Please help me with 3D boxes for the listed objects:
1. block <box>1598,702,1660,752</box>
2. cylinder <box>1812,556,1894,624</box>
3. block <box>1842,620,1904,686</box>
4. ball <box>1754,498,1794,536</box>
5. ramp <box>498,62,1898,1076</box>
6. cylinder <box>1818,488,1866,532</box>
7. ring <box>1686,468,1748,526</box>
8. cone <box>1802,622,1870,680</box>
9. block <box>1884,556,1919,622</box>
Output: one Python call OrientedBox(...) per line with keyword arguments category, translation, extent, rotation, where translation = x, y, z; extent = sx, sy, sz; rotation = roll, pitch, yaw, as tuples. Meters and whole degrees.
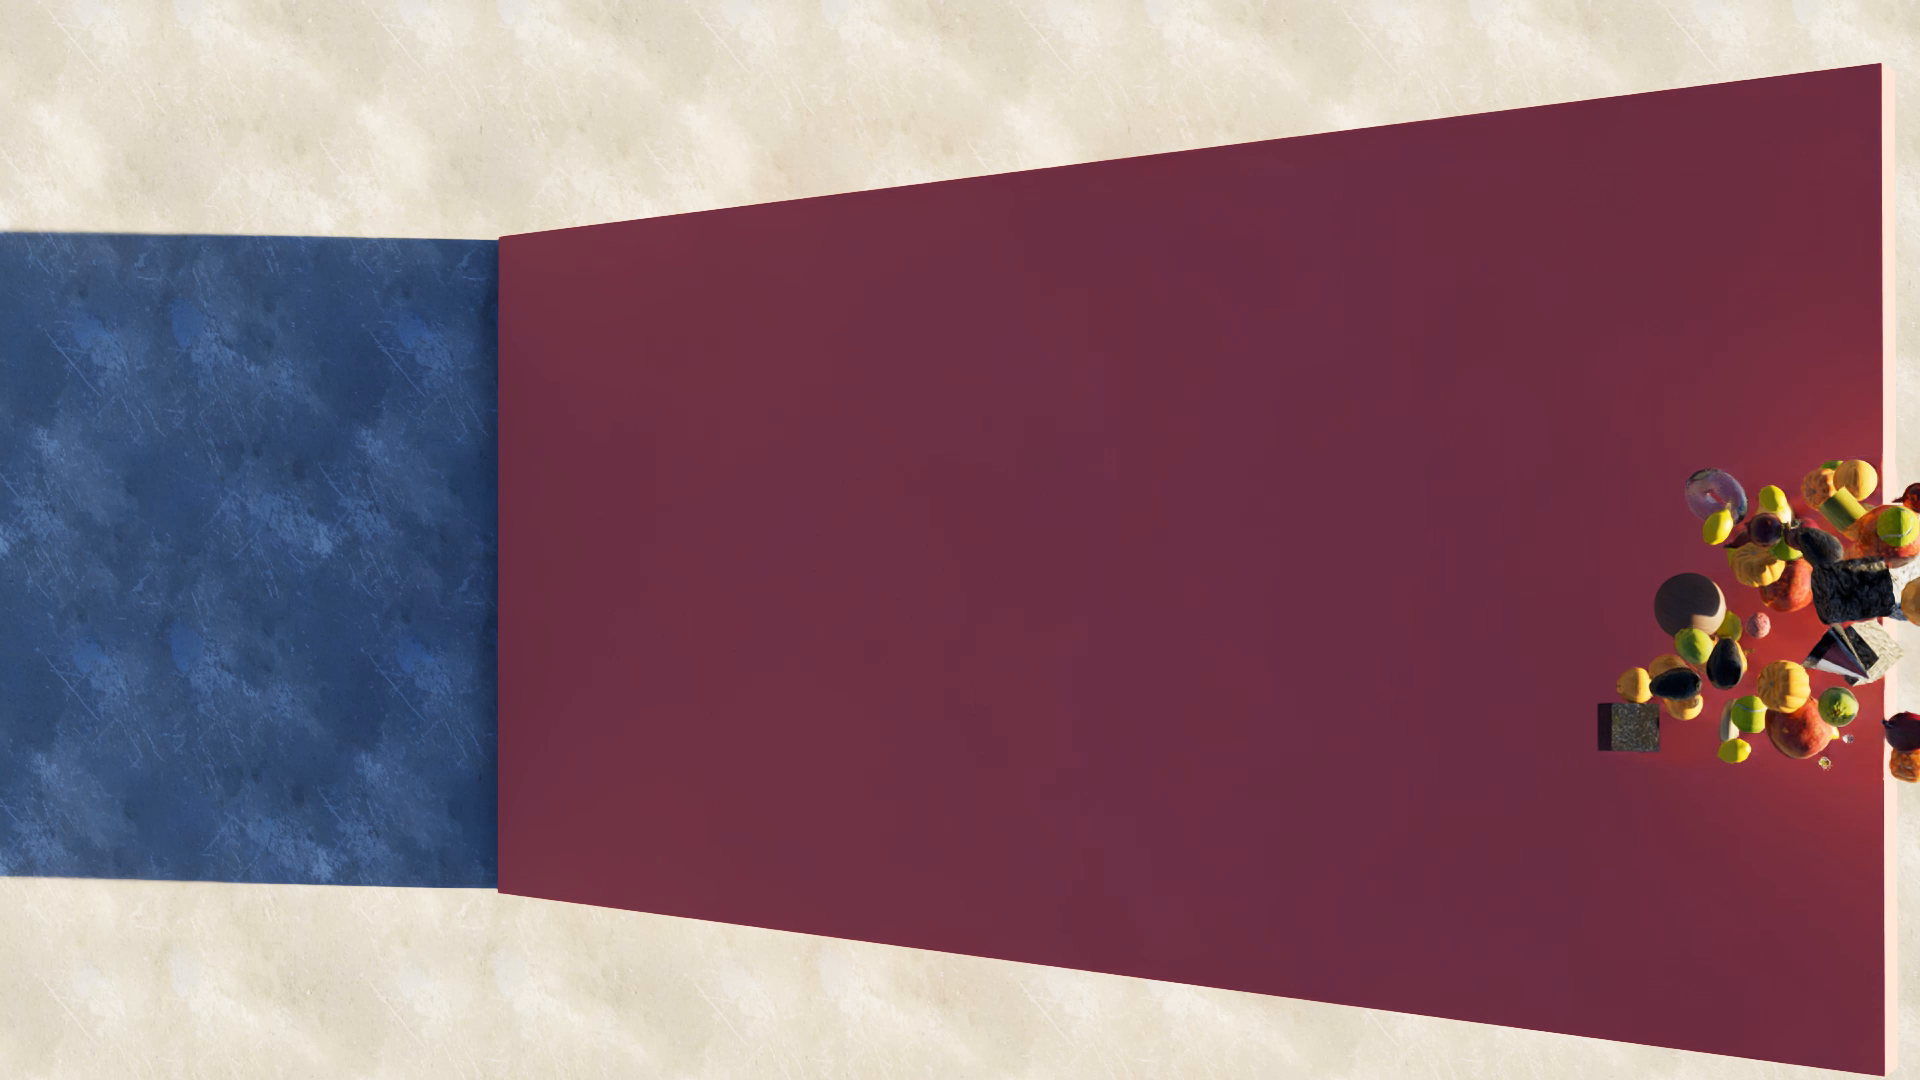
OrientedBox(category="block", translation=(1.353, 0.379, 4.450), extent=(0.096, 0.096, 0.096), rotation=(2, 84, 0))
OrientedBox(category="cylinder", translation=(1.275, 0.071, 3.142), extent=(0.087, 0.087, 0.087), rotation=(-8, 90, 6))
OrientedBox(category="block", translation=(1.688, 0.211, 4.107), extent=(0.082, 0.082, 0.082), rotation=(-7, 51, -35))
OrientedBox(category="ball", translation=(1.639, -0.047, 4.423), extent=(0.077, 0.077, 0.077), rotation=(0, 90, 0))
OrientedBox(category="ramp", translation=(0.237, 0.066, 5.558), extent=(4.000, 0.100, 2.000), rotation=(0, 89, 36))
OrientedBox(category="cylinder", translation=(1.371, -0.047, 3.418), extent=(0.052, 0.052, 0.052), rotation=(-38, 76, 0))
OrientedBox(category="ring", translation=(1.489, -0.083, 4.324), extent=(0.044, 0.131, 0.131), rotation=(-39, 90, -24))
OrientedBox(category="cone", translation=(1.403, 0.193, 3.485), extent=(0.093, 0.093, 0.093), rotation=(40, 90, 23))
OrientedBox(category="block", translation=(1.691, 0.089, 3.966), extent=(0.083, 0.083, 0.083), rotation=(17, 74, -3))
